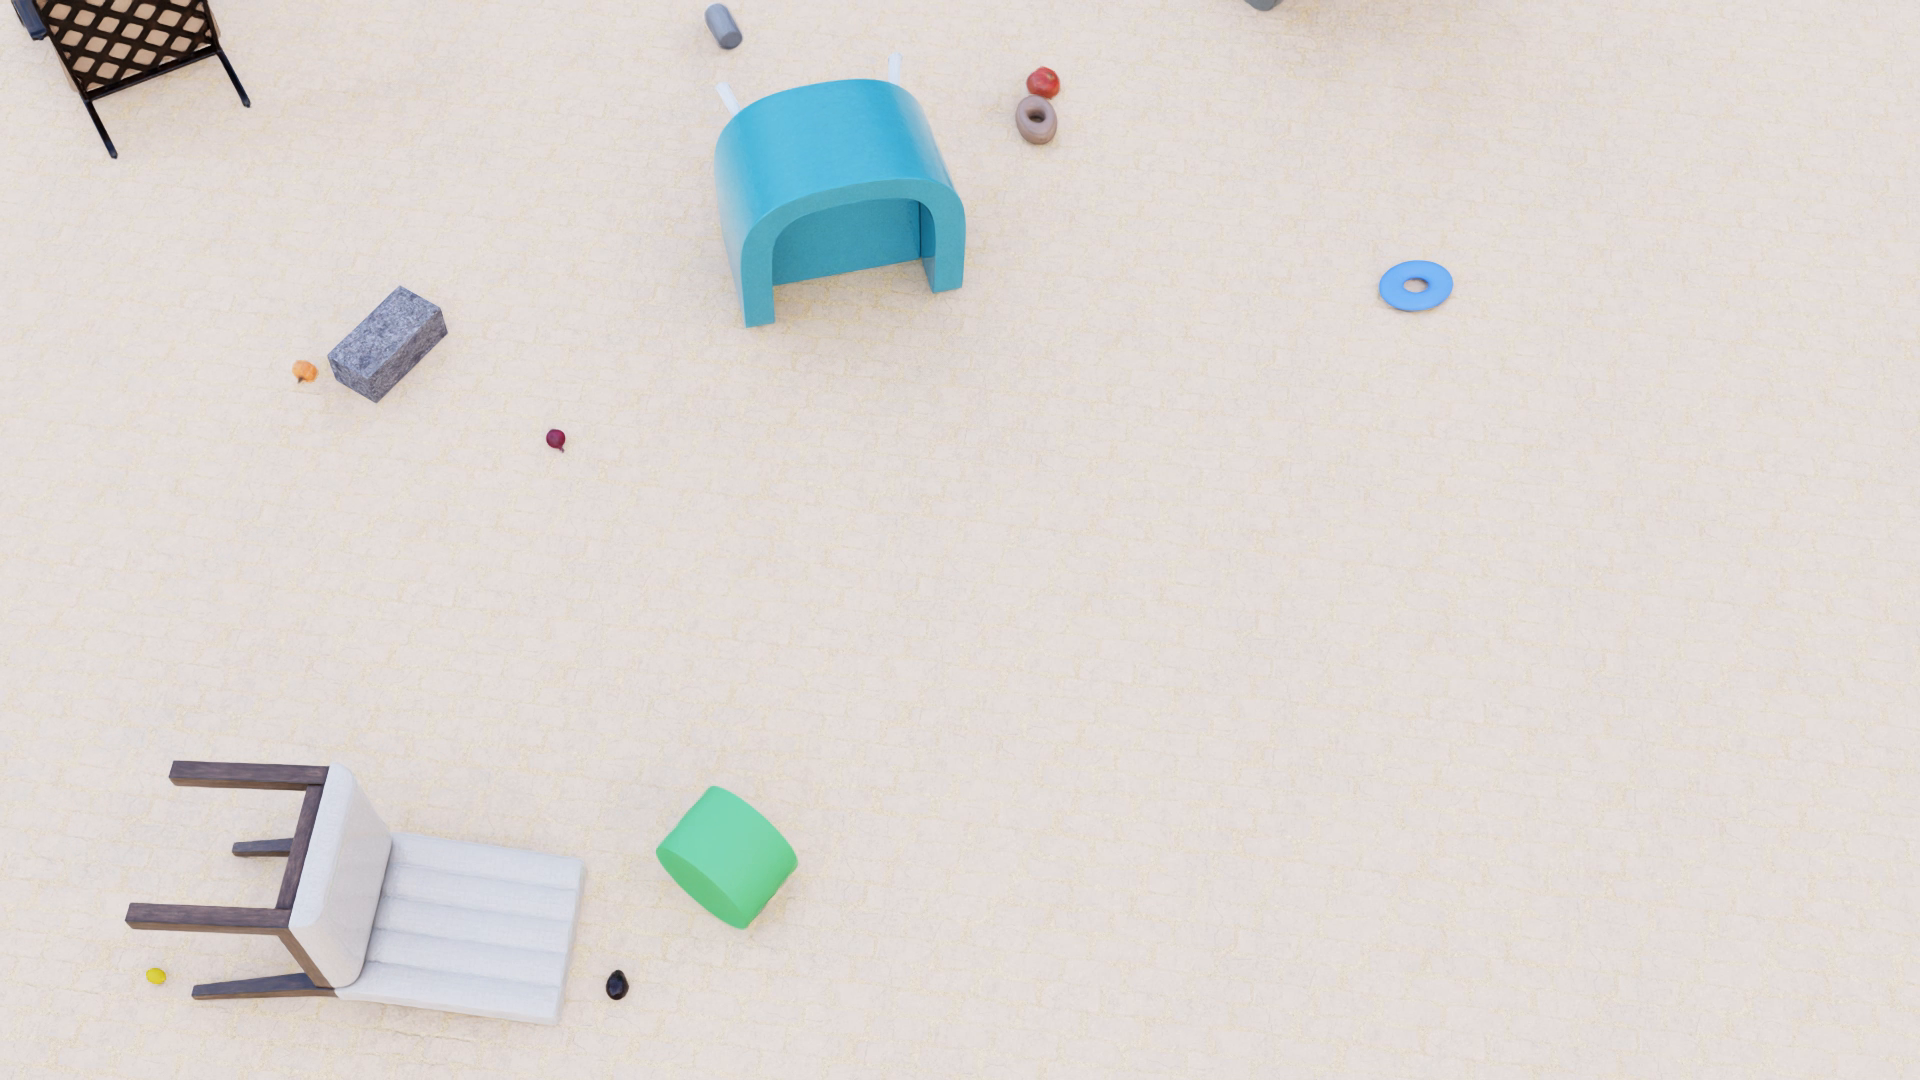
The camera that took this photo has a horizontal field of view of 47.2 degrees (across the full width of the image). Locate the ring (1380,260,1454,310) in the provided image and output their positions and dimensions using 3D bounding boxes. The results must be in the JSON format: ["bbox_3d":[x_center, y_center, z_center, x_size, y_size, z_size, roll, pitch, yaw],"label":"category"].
[{"bbox_3d":[1.472,-0.822,7.099,0.251,0.044,0.200,-19,57,-13],"label":"ring"}]

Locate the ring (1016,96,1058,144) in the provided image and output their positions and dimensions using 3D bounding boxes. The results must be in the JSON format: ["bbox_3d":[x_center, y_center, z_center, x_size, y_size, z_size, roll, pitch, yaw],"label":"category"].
[{"bbox_3d":[0.260,-1.429,7.485,0.140,0.082,0.199,-11,56,-5],"label":"ring"}]

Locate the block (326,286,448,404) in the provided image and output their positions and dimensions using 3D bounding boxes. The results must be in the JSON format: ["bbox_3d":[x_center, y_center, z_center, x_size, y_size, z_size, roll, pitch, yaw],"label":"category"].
[{"bbox_3d":[-1.797,-0.616,6.912,0.169,0.125,0.340,29,61,18],"label":"block"}]

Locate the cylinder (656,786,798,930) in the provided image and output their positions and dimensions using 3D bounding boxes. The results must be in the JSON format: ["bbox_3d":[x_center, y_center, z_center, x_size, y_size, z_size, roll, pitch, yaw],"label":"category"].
[{"bbox_3d":[-0.617,0.845,5.848,0.318,0.243,0.222,45,63,-8],"label":"cylinder"}]
